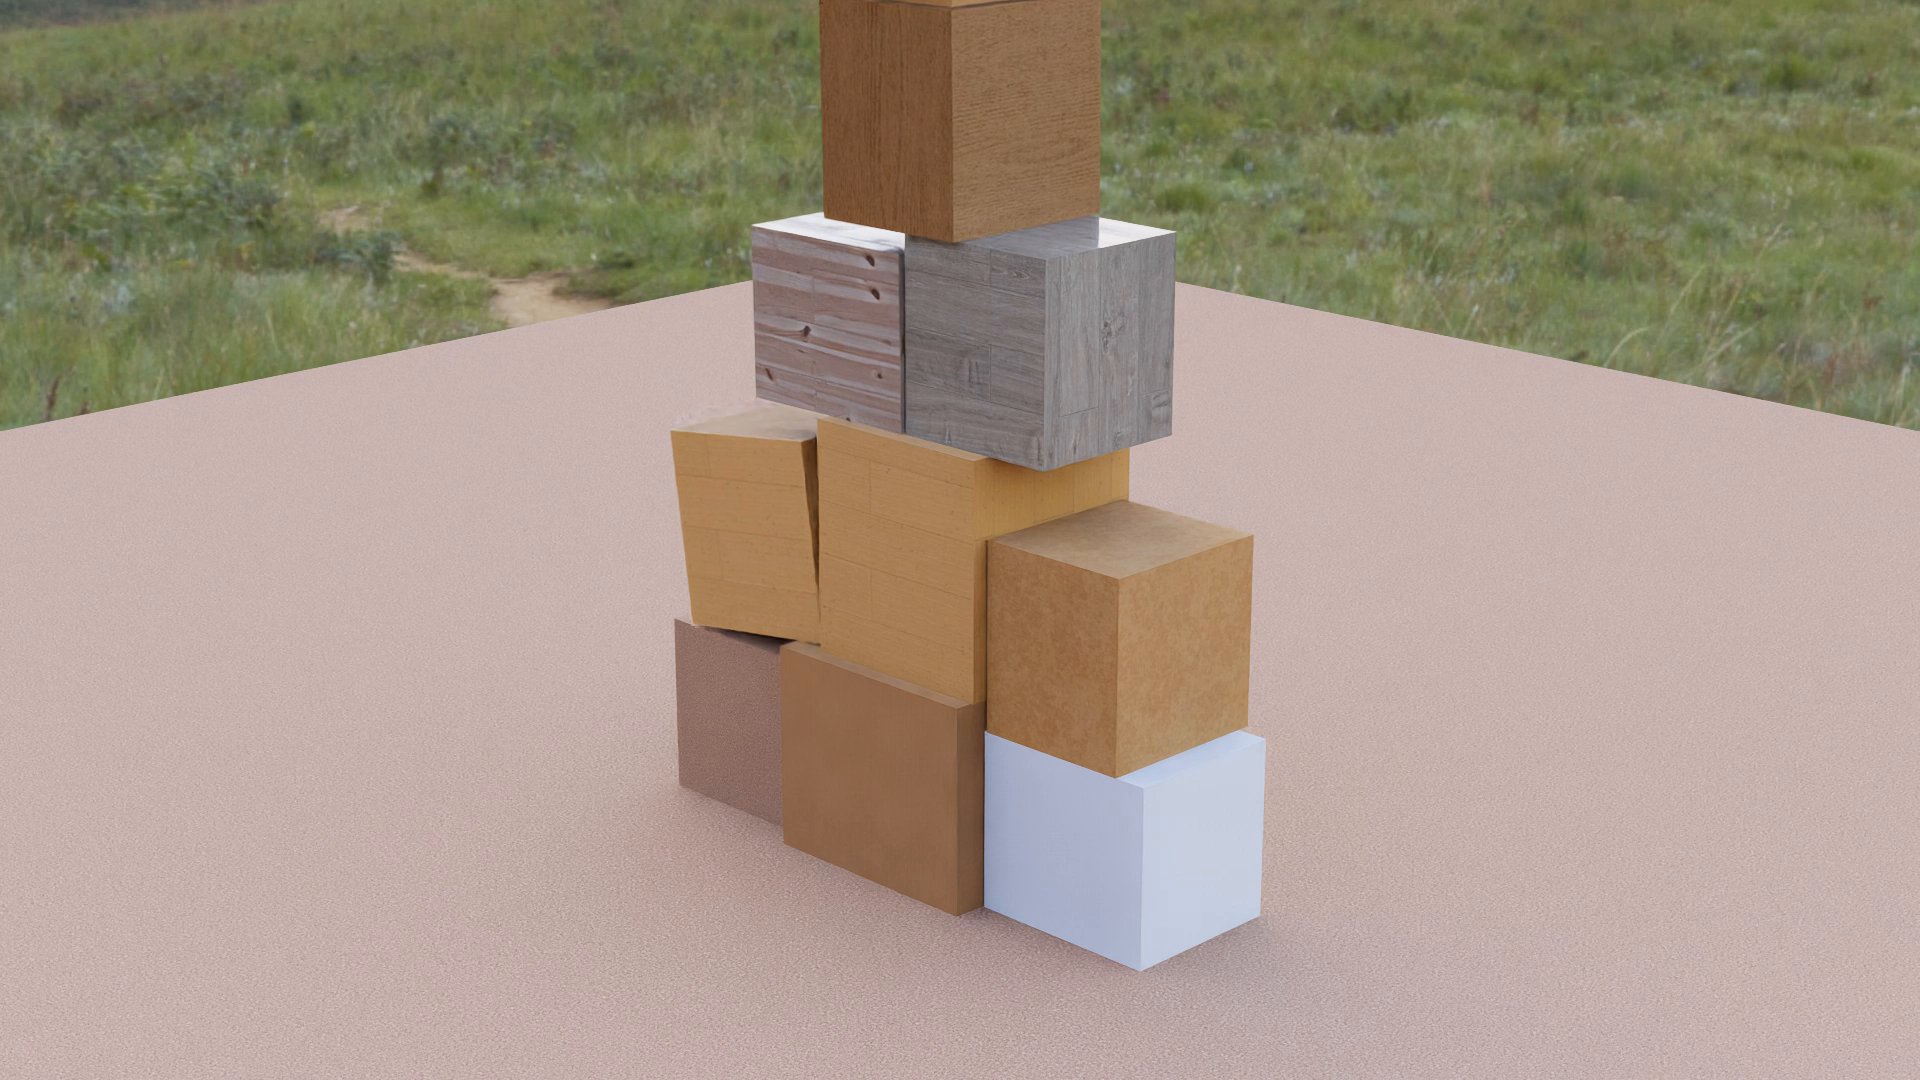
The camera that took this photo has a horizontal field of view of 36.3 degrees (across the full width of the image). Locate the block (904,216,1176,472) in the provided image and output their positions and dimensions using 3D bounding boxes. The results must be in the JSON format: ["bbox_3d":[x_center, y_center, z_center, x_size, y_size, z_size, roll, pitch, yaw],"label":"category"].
[{"bbox_3d":[0.345,-0.891,12.703,0.816,0.904,0.831,-17,24,-42],"label":"block"}]

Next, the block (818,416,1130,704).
[{"bbox_3d":[0.062,-0.018,13.272,0.996,1.103,0.984,-17,24,-42],"label":"block"}]

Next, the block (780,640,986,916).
[{"bbox_3d":[-0.019,0.960,13.646,1.142,0.987,1.155,-17,24,-42],"label":"block"}]

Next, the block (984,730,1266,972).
[{"bbox_3d":[0.721,1.255,12.951,0.800,0.840,0.933,-17,24,-42],"label":"block"}]

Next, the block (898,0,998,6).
[{"bbox_3d":[-0.005,-2.710,12.507,0.723,0.751,0.628,-17,23,-42],"label":"block"}]

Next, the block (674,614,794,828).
[{"bbox_3d":[-0.757,0.797,14.362,0.884,0.868,0.903,-17,24,-42],"label":"block"}]

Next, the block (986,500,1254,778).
[{"bbox_3d":[0.693,0.411,12.760,0.867,0.885,0.761,-17,24,-42],"label":"block"}]

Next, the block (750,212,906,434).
[{"bbox_3d":[-0.294,-1.036,13.338,0.871,0.800,0.961,-17,23,-42],"label":"block"}]

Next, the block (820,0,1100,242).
[{"bbox_3d":[0.006,-1.889,12.762,0.910,0.967,0.806,-17,23,-42],"label":"block"}]

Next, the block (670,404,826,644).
[{"bbox_3d":[-0.663,-0.123,14.007,0.962,0.948,0.935,-17,16,-42],"label":"block"}]
